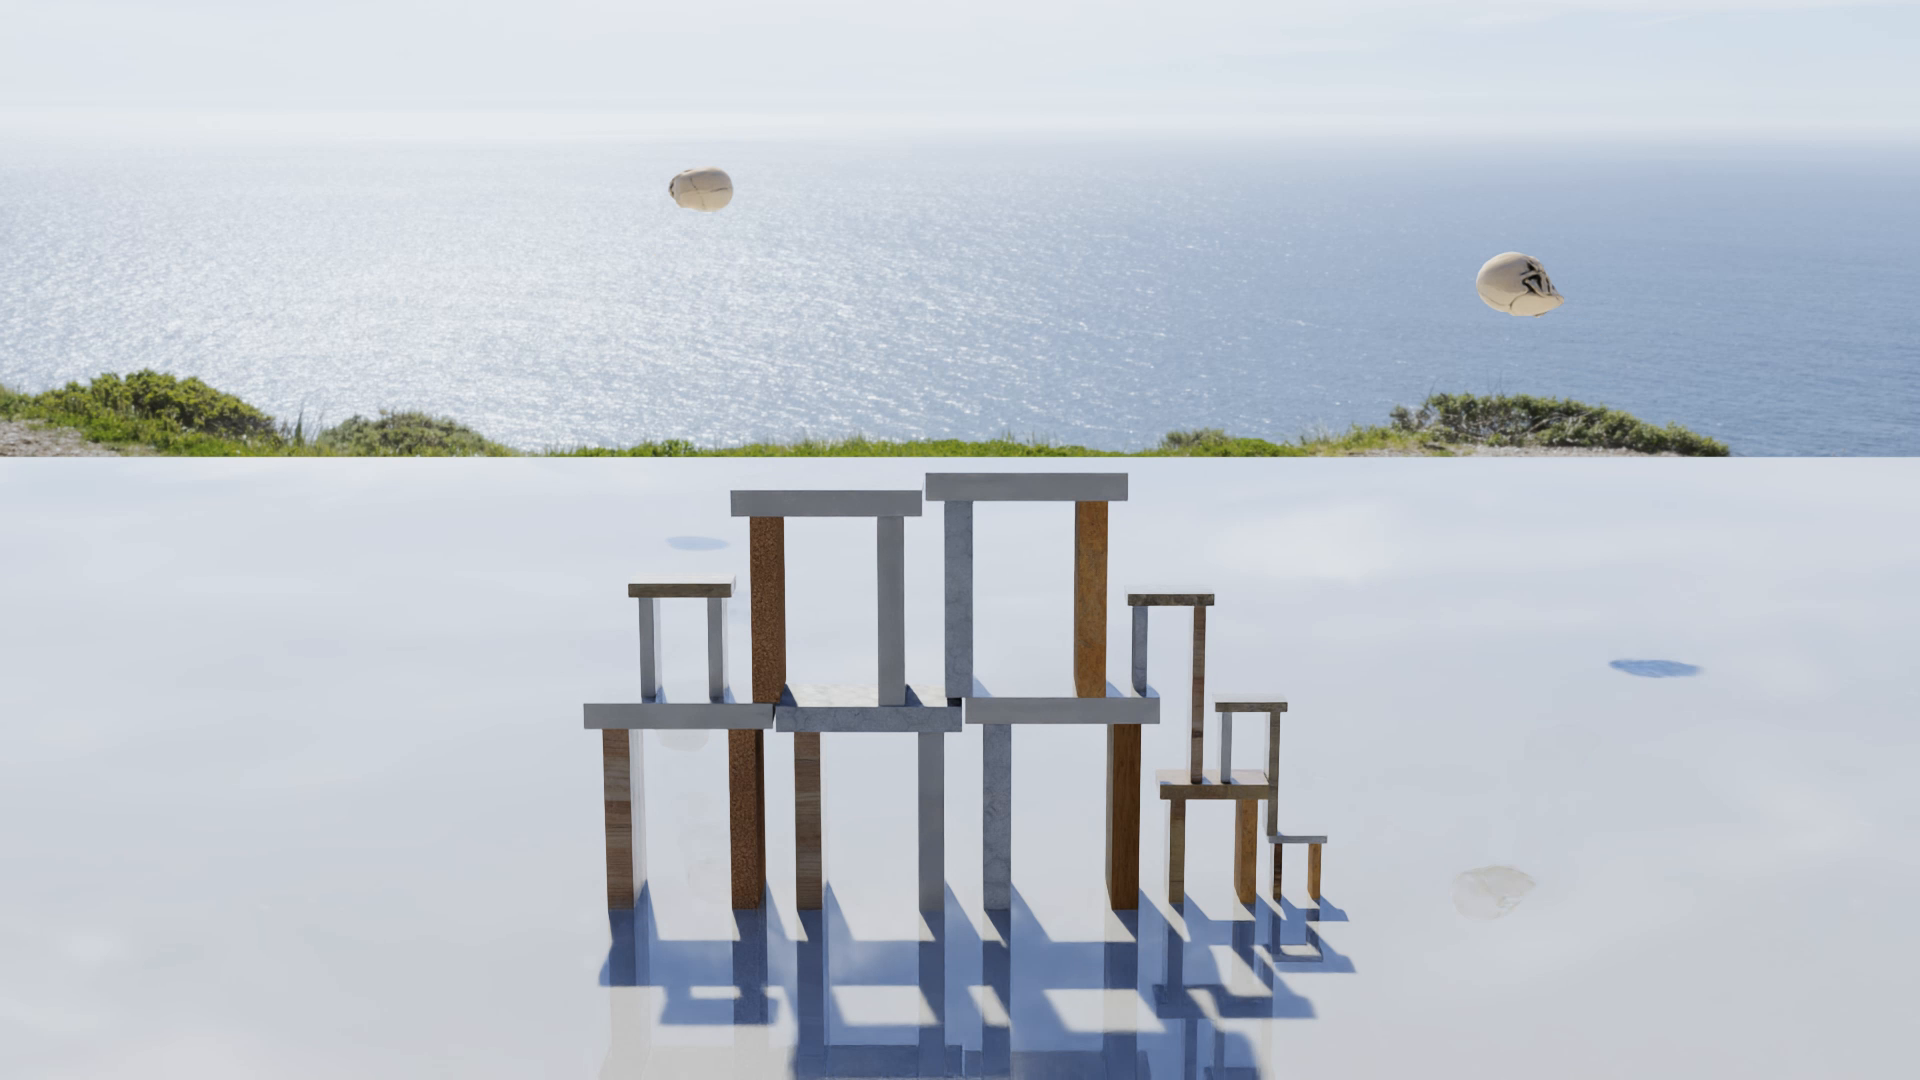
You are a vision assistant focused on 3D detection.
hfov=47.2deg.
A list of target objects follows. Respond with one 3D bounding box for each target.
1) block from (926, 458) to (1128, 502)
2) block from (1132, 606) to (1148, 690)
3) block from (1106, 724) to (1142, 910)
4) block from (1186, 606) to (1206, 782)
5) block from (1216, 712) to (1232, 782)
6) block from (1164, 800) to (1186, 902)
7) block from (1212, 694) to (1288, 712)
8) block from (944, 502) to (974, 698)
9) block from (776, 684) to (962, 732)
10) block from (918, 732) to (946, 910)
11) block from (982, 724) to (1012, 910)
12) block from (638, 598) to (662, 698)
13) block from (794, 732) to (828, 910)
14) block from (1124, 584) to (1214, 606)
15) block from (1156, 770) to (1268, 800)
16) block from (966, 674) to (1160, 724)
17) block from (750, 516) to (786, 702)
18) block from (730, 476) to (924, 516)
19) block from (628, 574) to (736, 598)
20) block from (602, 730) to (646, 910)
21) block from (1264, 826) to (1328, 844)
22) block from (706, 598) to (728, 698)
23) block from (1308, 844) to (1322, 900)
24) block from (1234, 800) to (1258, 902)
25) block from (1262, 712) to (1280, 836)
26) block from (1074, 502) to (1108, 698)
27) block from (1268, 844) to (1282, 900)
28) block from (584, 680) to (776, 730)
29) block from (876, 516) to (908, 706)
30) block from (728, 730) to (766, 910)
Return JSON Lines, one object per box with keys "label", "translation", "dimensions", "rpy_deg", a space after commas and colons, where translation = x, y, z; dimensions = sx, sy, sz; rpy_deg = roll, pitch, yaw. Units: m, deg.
{"label": "block", "translation": [0.105, -0.098, 3.541], "dimensions": [0.320, 0.045, 0.160], "rpy_deg": [0, 11, 0]}
{"label": "block", "translation": [0.293, 0.169, 3.593], "dimensions": [0.020, 0.140, 0.070], "rpy_deg": [0, 11, 0]}
{"label": "block", "translation": [0.270, 0.436, 3.642], "dimensions": [0.044, 0.313, 0.157], "rpy_deg": [0, 11, 0]}
{"label": "block", "translation": [0.387, 0.245, 3.608], "dimensions": [0.020, 0.296, 0.070], "rpy_deg": [0, 11, 0]}
{"label": "block", "translation": [0.435, 0.333, 3.621], "dimensions": [0.017, 0.118, 0.059], "rpy_deg": [0, 11, 0]}
{"label": "block", "translation": [0.356, 0.503, 3.652], "dimensions": [0.025, 0.177, 0.089], "rpy_deg": [0, 11, 0]}
{"label": "block", "translation": [0.474, 0.267, 3.609], "dimensions": [0.118, 0.017, 0.059], "rpy_deg": [0, 11, 0]}
{"label": "block", "translation": [-0.001, 0.081, 3.576], "dimensions": [0.045, 0.319, 0.160], "rpy_deg": [0, 11, 0]}
{"label": "block", "translation": [-0.146, 0.275, 3.608], "dimensions": [0.300, 0.042, 0.150], "rpy_deg": [0, 11, 0]}
{"label": "block", "translation": [-0.046, 0.443, 3.639], "dimensions": [0.042, 0.300, 0.150], "rpy_deg": [0, 11, 0]}
{"label": "block", "translation": [0.061, 0.436, 3.642], "dimensions": [0.044, 0.313, 0.157], "rpy_deg": [0, 11, 0]}
{"label": "block", "translation": [-0.506, 0.167, 3.593], "dimensions": [0.023, 0.166, 0.083], "rpy_deg": [0, 11, 0]}
{"label": "block", "translation": [-0.246, 0.443, 3.639], "dimensions": [0.042, 0.300, 0.150], "rpy_deg": [0, 11, 0]}
{"label": "block", "translation": [0.340, 0.090, 3.579], "dimensions": [0.140, 0.020, 0.070], "rpy_deg": [0, 11, 0]}
{"label": "block", "translation": [0.415, 0.403, 3.634], "dimensions": [0.177, 0.025, 0.089], "rpy_deg": [0, 11, 0]}
{"label": "block", "translation": [0.165, 0.260, 3.609], "dimensions": [0.313, 0.044, 0.157], "rpy_deg": [0, 11, 0]}
{"label": "block", "translation": [-0.312, 0.099, 3.581], "dimensions": [0.043, 0.303, 0.152], "rpy_deg": [0, 11, 0]}
{"label": "block", "translation": [-0.211, -0.072, 3.550], "dimensions": [0.303, 0.043, 0.152], "rpy_deg": [0, 11, 0]}
{"label": "block", "translation": [-0.451, 0.074, 3.576], "dimensions": [0.166, 0.023, 0.083], "rpy_deg": [0, 11, 0]}
{"label": "block", "translation": [-0.555, 0.440, 3.643], "dimensions": [0.043, 0.304, 0.152], "rpy_deg": [0, 11, 0]}
{"label": "block", "translation": [0.557, 0.489, 3.647], "dimensions": [0.096, 0.014, 0.048], "rpy_deg": [0, 11, 0]}
{"label": "block", "translation": [-0.395, 0.167, 3.593], "dimensions": [0.023, 0.166, 0.083], "rpy_deg": [0, 11, 0]}
{"label": "block", "translation": [0.589, 0.543, 3.657], "dimensions": [0.014, 0.096, 0.048], "rpy_deg": [0, 11, 0]}
{"label": "block", "translation": [0.474, 0.503, 3.652], "dimensions": [0.025, 0.177, 0.089], "rpy_deg": [0, 11, 0]}
{"label": "block", "translation": [0.514, 0.379, 3.629], "dimensions": [0.017, 0.210, 0.059], "rpy_deg": [0, 11, 0]}
{"label": "block", "translation": [0.212, 0.081, 3.575], "dimensions": [0.045, 0.320, 0.160], "rpy_deg": [0, 11, 0]}
{"label": "block", "translation": [0.525, 0.543, 3.657], "dimensions": [0.014, 0.096, 0.048], "rpy_deg": [0, 11, 0]}
{"label": "block", "translation": [-0.453, 0.269, 3.611], "dimensions": [0.304, 0.043, 0.152], "rpy_deg": [0, 11, 0]}
{"label": "block", "translation": [-0.110, 0.101, 3.582], "dimensions": [0.043, 0.308, 0.152], "rpy_deg": [0, 11, 0]}
{"label": "block", "translation": [-0.352, 0.440, 3.643], "dimensions": [0.043, 0.304, 0.152], "rpy_deg": [0, 11, 0]}
